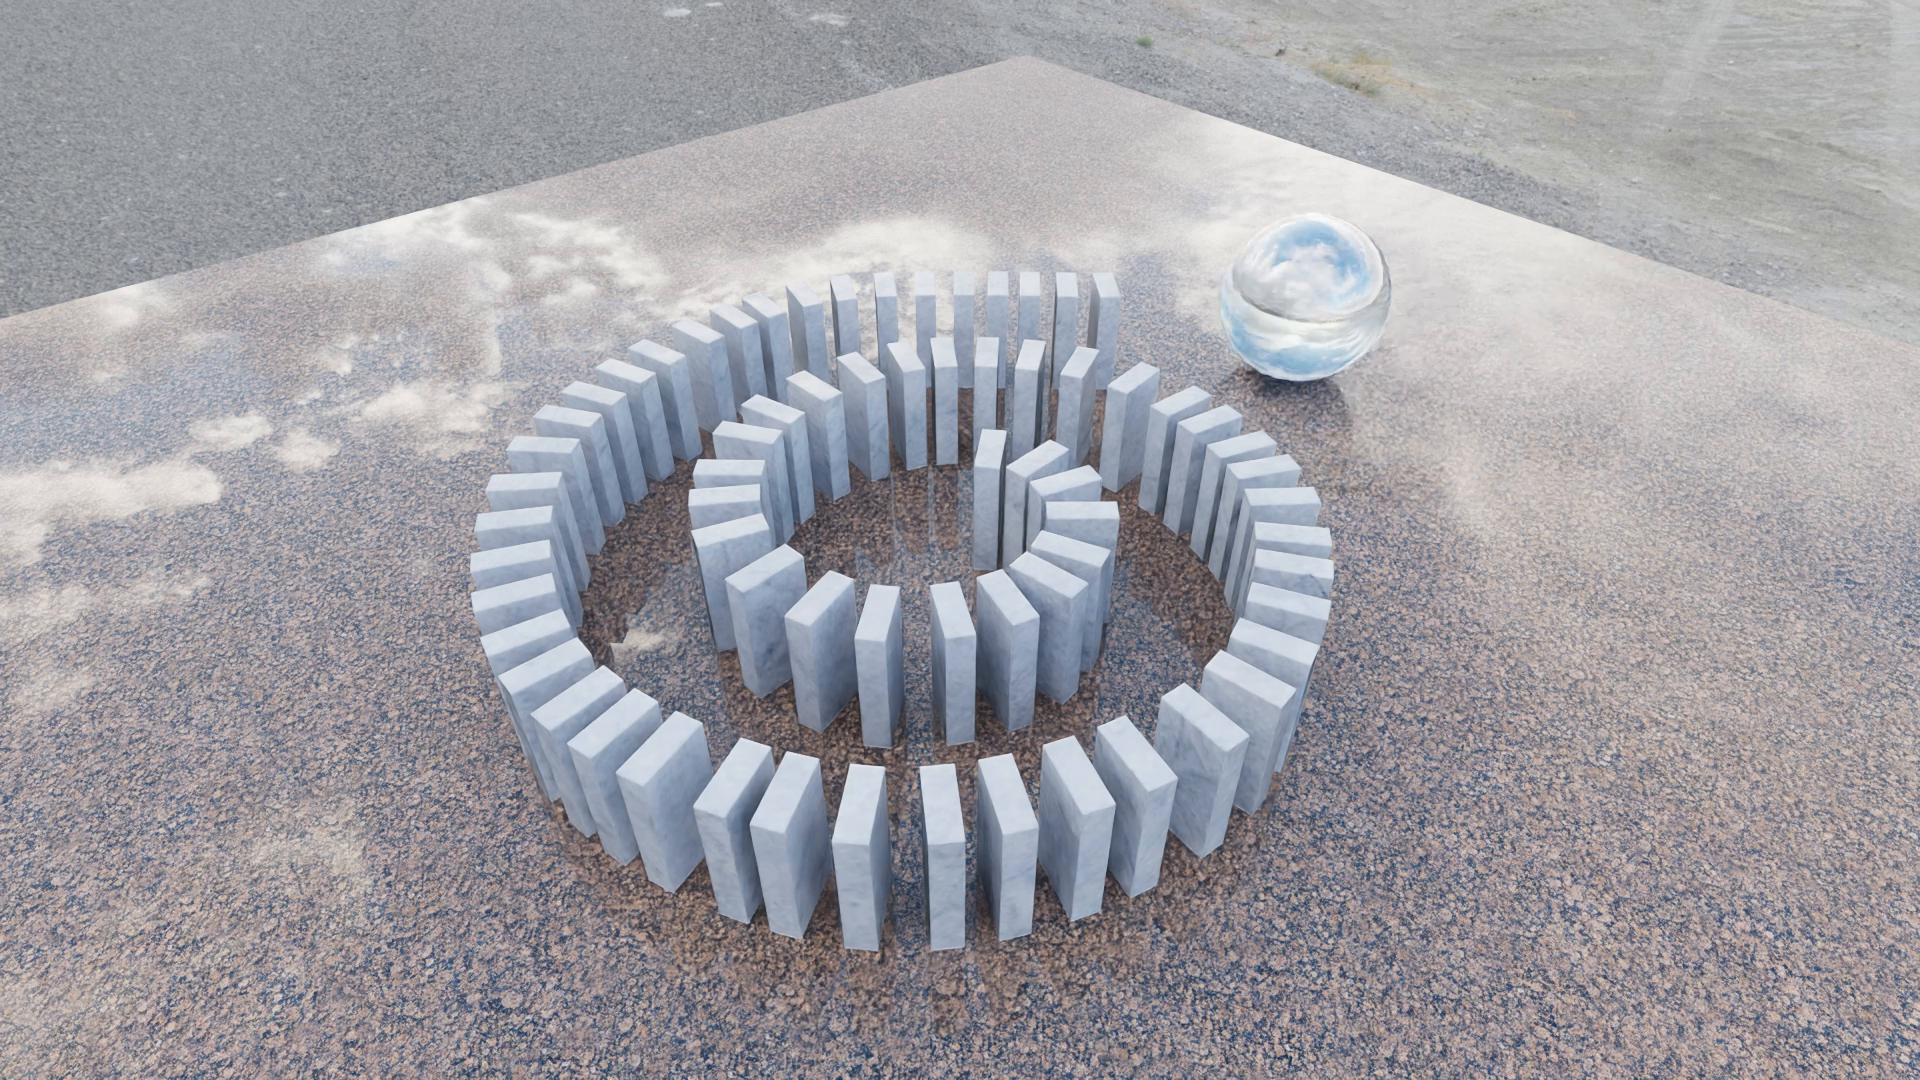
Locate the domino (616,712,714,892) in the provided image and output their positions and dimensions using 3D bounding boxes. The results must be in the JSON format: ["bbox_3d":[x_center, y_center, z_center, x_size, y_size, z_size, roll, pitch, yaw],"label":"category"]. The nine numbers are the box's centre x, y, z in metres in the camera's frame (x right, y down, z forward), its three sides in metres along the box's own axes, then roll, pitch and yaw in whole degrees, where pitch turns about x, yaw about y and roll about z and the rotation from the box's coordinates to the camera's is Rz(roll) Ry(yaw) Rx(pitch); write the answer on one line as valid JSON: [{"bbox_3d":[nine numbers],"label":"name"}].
[{"bbox_3d":[-0.083,0.076,0.318,0.010,0.050,0.025,19,43,22],"label":"domino"}]

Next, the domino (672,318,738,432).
[{"bbox_3d":[-0.116,-0.073,0.501,0.025,0.050,0.010,29,47,30],"label":"domino"}]

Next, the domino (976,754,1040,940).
[{"bbox_3d":[0.013,0.086,0.306,0.010,0.050,0.025,-9,40,-11],"label":"domino"}]

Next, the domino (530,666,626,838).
[{"bbox_3d":[-0.110,0.065,0.333,0.009,0.050,0.025,28,47,30],"label":"domino"}]

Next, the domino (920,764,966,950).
[{"bbox_3d":[-0.005,0.088,0.304,0.010,0.050,0.025,-4,40,-5],"label":"domino"}]

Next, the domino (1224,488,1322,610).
[{"bbox_3d":[0.115,0.004,0.407,0.025,0.050,0.010,-1,39,-2],"label":"domino"}]

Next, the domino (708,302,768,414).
[{"bbox_3d":[-0.102,-0.082,0.512,0.009,0.050,0.025,-31,48,-32],"label":"domino"}]

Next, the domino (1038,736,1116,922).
[{"bbox_3d":[0.032,0.082,0.311,0.009,0.050,0.025,-14,41,-16],"label":"domino"}]

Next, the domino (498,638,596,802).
[{"bbox_3d":[-0.123,0.056,0.343,0.025,0.050,0.010,-29,47,-31],"label":"domino"}]

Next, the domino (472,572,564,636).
[{"bbox_3d":[-0.143,0.036,0.368,0.025,0.050,0.009,-15,42,-18],"label":"domino"}]

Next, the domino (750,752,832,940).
[{"bbox_3d":[-0.046,0.086,0.307,0.009,0.050,0.025,10,40,12],"label":"domino"}]

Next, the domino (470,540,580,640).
[{"bbox_3d":[-0.150,0.024,0.382,0.025,0.050,0.009,-11,41,-13],"label":"domino"}]

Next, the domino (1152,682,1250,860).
[{"bbox_3d":[0.069,0.069,0.327,0.009,0.050,0.025,-25,46,-28],"label":"domino"}]

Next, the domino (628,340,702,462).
[{"bbox_3d":[-0.130,-0.061,0.486,0.025,0.050,0.009,23,45,26],"label":"domino"}]

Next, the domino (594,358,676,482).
[{"bbox_3d":[-0.140,-0.051,0.474,0.025,0.050,0.009,19,43,22],"label":"domino"}]

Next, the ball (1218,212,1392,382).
[{"bbox_3d":[0.166,-0.117,0.530,0.080,0.080,0.080,0,39,0],"label":"ball"}]

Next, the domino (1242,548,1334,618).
[{"bbox_3d":[0.110,0.027,0.378,0.025,0.050,0.010,9,40,11],"label":"domino"}]

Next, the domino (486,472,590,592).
[{"bbox_3d":[-0.158,-0.002,0.414,0.025,0.050,0.010,-3,39,-4],"label":"domino"}]

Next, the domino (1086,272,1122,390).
[{"bbox_3d":[0.069,-0.101,0.535,0.010,0.050,0.025,-2,39,-3],"label":"domino"}]

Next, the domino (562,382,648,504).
[{"bbox_3d":[-0.148,-0.040,0.461,0.025,0.050,0.009,15,42,18],"label":"domino"}]

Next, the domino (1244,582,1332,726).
[{"bbox_3d":[0.104,0.039,0.364,0.025,0.050,0.009,14,41,16],"label":"domino"}]

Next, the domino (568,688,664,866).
[{"bbox_3d":[-0.098,0.071,0.325,0.009,0.050,0.025,23,45,26],"label":"domino"}]

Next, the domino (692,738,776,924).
[{"bbox_3d":[-0.061,0.083,0.311,0.010,0.050,0.025,14,41,16],"label":"domino"}]

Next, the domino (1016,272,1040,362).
[{"bbox_3d":[0.033,-0.102,0.536,0.010,0.050,0.025,2,39,2],"label":"domino"}]

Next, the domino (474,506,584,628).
[{"bbox_3d":[-0.155,0.012,0.397,0.025,0.050,0.010,-7,40,-9],"label":"domino"}]

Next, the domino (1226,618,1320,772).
[{"bbox_3d":[0.096,0.050,0.350,0.025,0.050,0.010,20,43,23],"label":"domino"}]

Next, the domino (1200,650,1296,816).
[{"bbox_3d":[0.085,0.060,0.338,0.025,0.050,0.010,28,47,30],"label":"domino"}]

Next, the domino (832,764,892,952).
[{"bbox_3d":[-0.026,0.088,0.304,0.010,0.050,0.025,4,39,5],"label":"domino"}]

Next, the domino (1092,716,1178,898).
[{"bbox_3d":[0.048,0.077,0.317,0.009,0.050,0.025,-18,43,-21],"label":"domino"}]

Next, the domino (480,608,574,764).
[{"bbox_3d":[-0.133,0.048,0.353,0.025,0.050,0.009,-21,44,-24],"label":"domino"}]

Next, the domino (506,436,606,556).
[{"bbox_3d":[-0.158,-0.017,0.432,0.025,0.050,0.010,3,39,4],"label":"domino"}]

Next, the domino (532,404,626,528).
[{"bbox_3d":[-0.154,-0.030,0.448,0.025,0.050,0.009,10,40,12],"label":"domino"}]

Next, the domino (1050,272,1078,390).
[{"bbox_3d":[0.051,-0.101,0.535,0.010,0.050,0.025,1,39,2],"label":"domino"}]

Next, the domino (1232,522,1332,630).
[{"bbox_3d":[0.114,0.017,0.391,0.025,0.050,0.009,5,40,7],"label":"domino"}]
